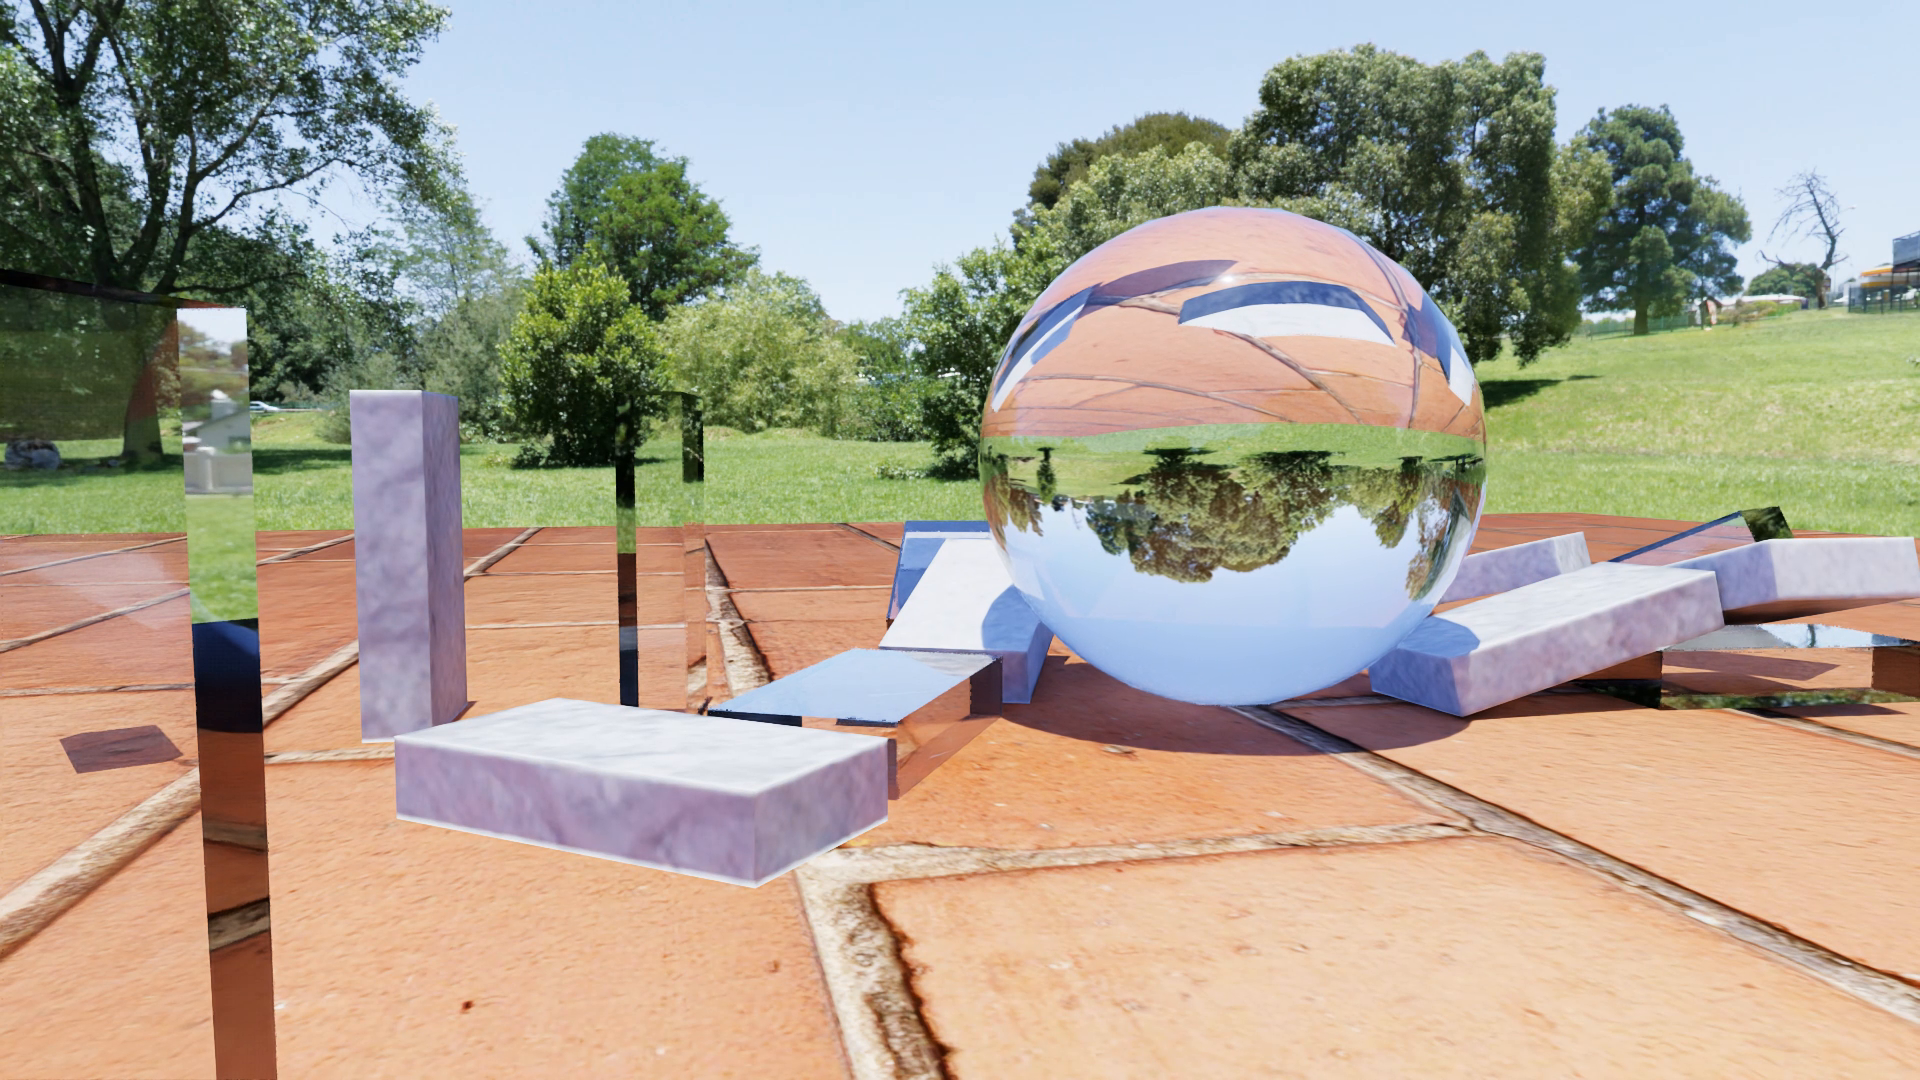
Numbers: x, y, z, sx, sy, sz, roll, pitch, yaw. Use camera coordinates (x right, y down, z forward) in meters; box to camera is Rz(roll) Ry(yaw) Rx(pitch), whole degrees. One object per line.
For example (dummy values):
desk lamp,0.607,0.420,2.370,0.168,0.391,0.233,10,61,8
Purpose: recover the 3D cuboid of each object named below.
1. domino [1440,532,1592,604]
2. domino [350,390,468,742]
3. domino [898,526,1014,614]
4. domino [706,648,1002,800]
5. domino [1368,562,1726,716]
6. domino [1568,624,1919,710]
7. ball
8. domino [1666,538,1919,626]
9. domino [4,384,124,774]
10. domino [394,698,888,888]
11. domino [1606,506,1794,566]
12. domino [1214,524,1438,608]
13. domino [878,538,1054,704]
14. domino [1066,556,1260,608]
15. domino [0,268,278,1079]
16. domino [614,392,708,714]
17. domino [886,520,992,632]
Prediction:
domino,0.117,0.009,0.300,0.050,0.009,0.025,-16,-7,39
domino,-0.083,0.003,0.194,0.009,0.050,0.025,-1,4,-10
domino,0.000,0.009,0.301,0.025,0.010,0.050,0,19,2
domino,-0.012,0.024,0.180,0.025,0.010,0.050,1,4,16
domino,0.097,0.016,0.214,0.050,0.009,0.025,-15,6,-13
domino,0.135,0.021,0.220,0.050,0.010,0.025,-1,4,-9
ball,0.043,-0.013,0.209,0.080,0.080,0.080,0,4,0
domino,0.134,0.009,0.223,0.025,0.010,0.050,-1,-11,-8
domino,-0.124,0.004,0.177,0.009,0.050,0.025,-4,6,-39
domino,-0.036,0.027,0.145,0.050,0.009,0.025,2,5,27
domino,0.142,0.008,0.266,0.025,0.010,0.050,-4,-19,-43
domino,0.092,0.007,0.324,0.050,0.010,0.025,-15,-6,27
domino,0.004,0.013,0.234,0.025,0.009,0.050,1,21,13
domino,0.056,0.011,0.356,0.050,0.009,0.025,-3,5,-32
domino,-0.046,0.013,0.061,0.010,0.050,0.025,0,4,5
domino,-0.046,0.003,0.198,0.009,0.050,0.025,0,4,-4
domino,-0.001,0.010,0.271,0.025,0.010,0.050,0,23,2
